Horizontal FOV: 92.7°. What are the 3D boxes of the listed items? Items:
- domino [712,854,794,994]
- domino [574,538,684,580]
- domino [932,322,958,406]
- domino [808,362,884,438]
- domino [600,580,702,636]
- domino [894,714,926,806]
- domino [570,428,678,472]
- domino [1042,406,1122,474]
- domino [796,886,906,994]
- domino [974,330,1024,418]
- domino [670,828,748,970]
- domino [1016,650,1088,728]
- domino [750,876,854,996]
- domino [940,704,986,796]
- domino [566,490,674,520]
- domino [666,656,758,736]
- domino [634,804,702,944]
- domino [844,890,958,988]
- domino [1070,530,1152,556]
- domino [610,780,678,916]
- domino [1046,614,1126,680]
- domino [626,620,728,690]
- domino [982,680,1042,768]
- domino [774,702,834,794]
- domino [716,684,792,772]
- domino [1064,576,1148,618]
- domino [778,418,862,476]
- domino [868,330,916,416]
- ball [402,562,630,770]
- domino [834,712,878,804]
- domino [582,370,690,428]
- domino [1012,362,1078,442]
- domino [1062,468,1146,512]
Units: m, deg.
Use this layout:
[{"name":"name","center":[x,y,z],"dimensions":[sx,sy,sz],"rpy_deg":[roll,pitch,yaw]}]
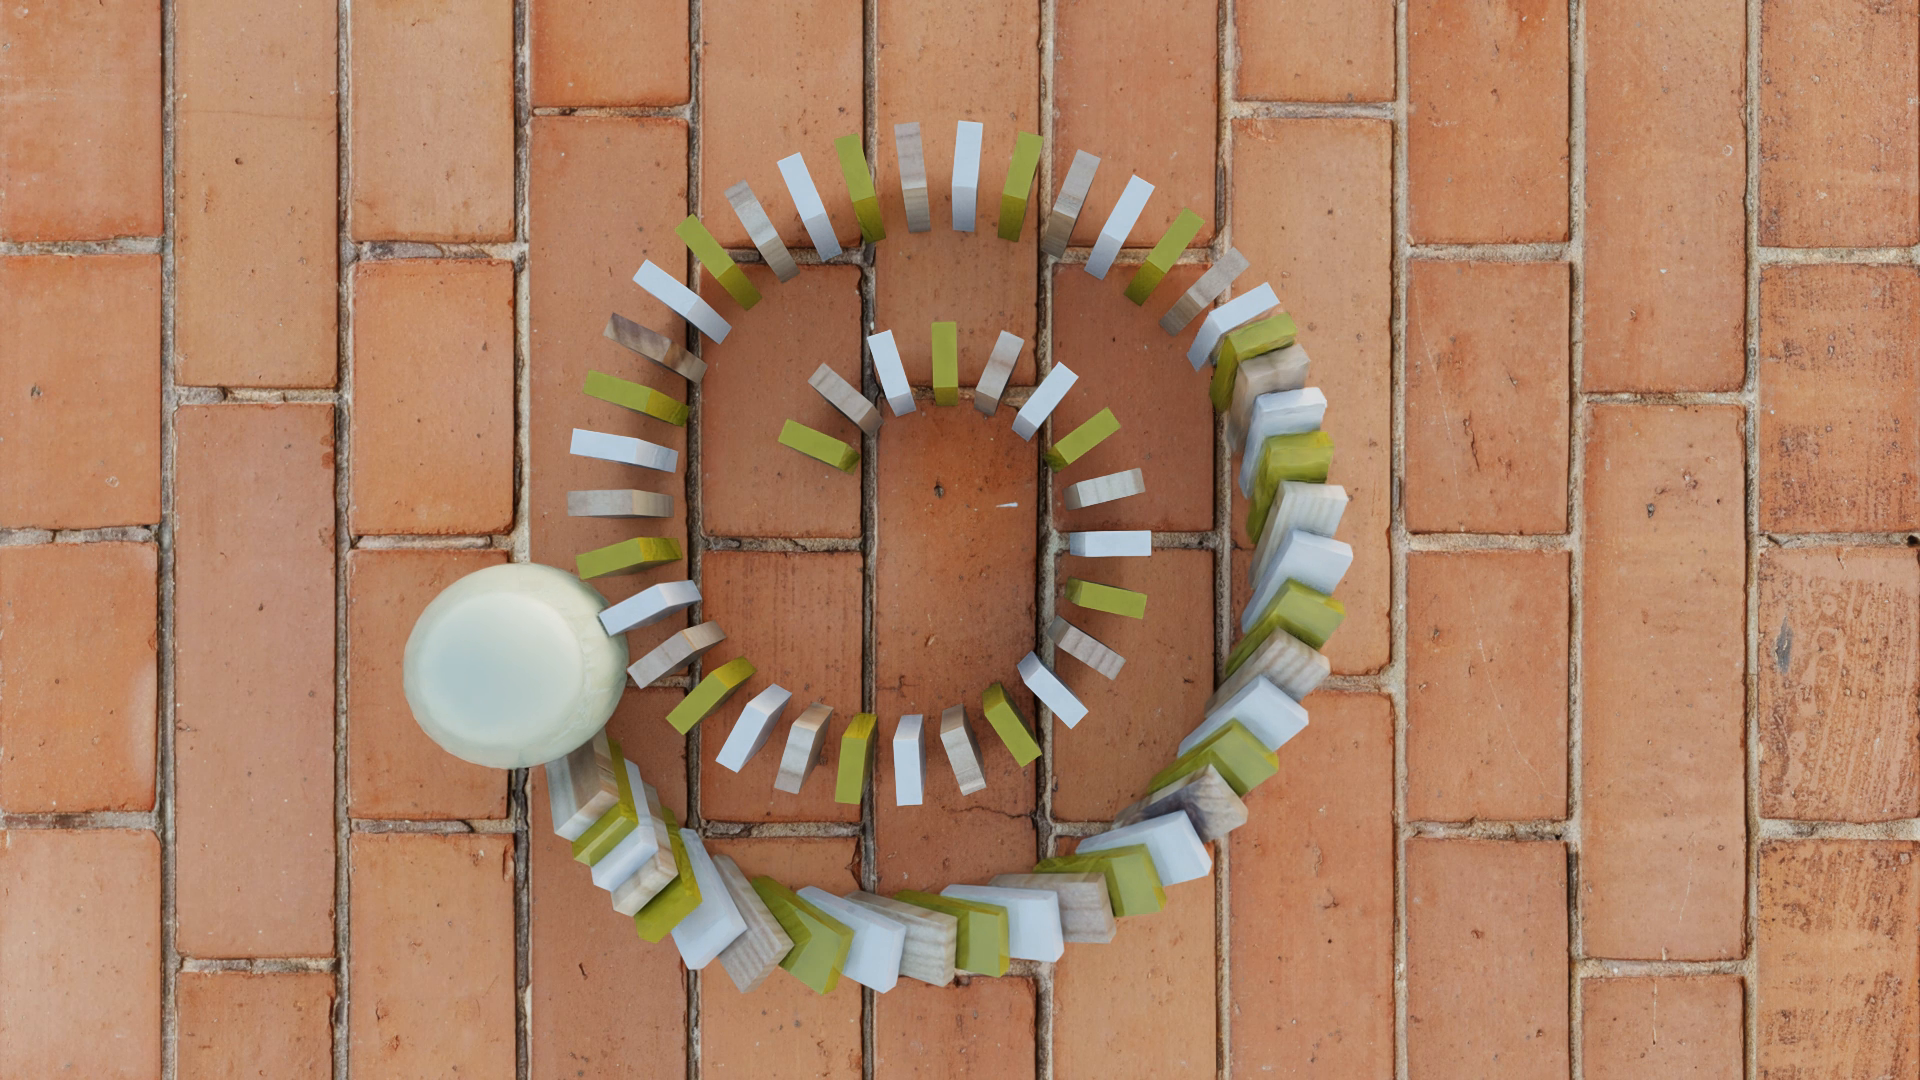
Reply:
[{"name":"domino","center":[-0.094,0.160,0.384],"dimensions":[0.050,0.010,0.025],"rpy_deg":[41,90,29]},{"name":"domino","center":[-0.134,0.007,0.375],"dimensions":[0.025,0.050,0.010],"rpy_deg":[-17,90,0]},{"name":"domino","center":[-0.006,-0.071,0.375],"dimensions":[0.009,0.050,0.025],"rpy_deg":[-2,90,0]},{"name":"domino","center":[-0.046,-0.056,0.375],"dimensions":[0.025,0.050,0.010],"rpy_deg":[40,90,0]},{"name":"domino","center":[-0.125,0.027,0.375],"dimensions":[0.025,0.050,0.009],"rpy_deg":[-27,90,-1]},{"name":"domino","center":[-0.020,0.089,0.375],"dimensions":[0.009,0.050,0.025],"rpy_deg":[-4,90,0]},{"name":"domino","center":[-0.136,-0.036,0.375],"dimensions":[0.025,0.050,0.009],"rpy_deg":[9,90,0]},{"name":"domino","center":[0.049,-0.040,0.375],"dimensions":[0.025,0.050,0.010],"rpy_deg":[-36,90,0]},{"name":"domino","center":[-0.048,0.167,0.384],"dimensions":[0.050,0.010,0.025],"rpy_deg":[10,90,28]},{"name":"domino","center":[0.015,-0.067,0.375],"dimensions":[0.009,0.050,0.025],"rpy_deg":[24,90,0]},{"name":"domino","center":[-0.112,0.149,0.383],"dimensions":[0.025,0.009,0.050],"rpy_deg":[-42,60,0]},{"name":"domino","center":[0.037,0.060,0.375],"dimensions":[0.025,0.050,0.009],"rpy_deg":[45,90,0]},{"name":"domino","center":[-0.070,0.165,0.384],"dimensions":[0.050,0.010,0.025],"rpy_deg":[19,90,29]},{"name":"domino","center":[0.001,0.084,0.375],"dimensions":[0.010,0.050,0.025],"rpy_deg":[-21,90,0]},{"name":"domino","center":[-0.138,-0.014,0.375],"dimensions":[0.025,0.050,0.009],"rpy_deg":[-2,90,0]},{"name":"domino","center":[-0.100,0.062,0.375],"dimensions":[0.010,0.050,0.025],"rpy_deg":[45,90,0]},{"name":"domino","center":[-0.125,0.137,0.379],"dimensions":[0.025,0.050,0.009],"rpy_deg":[-42,134,0]},{"name":"domino","center":[-0.026,0.166,0.384],"dimensions":[0.050,0.010,0.025],"rpy_deg":[3,90,27]},{"name":"domino","center":[0.060,0.001,0.375],"dimensions":[0.025,0.050,0.009],"rpy_deg":[-1,90,0]},{"name":"domino","center":[-0.134,0.126,0.378],"dimensions":[0.025,0.050,0.009],"rpy_deg":[-42,130,0]},{"name":"domino","center":[0.051,0.043,0.375],"dimensions":[0.025,0.050,0.010],"rpy_deg":[32,90,0]},{"name":"domino","center":[-0.114,0.046,0.375],"dimensions":[0.025,0.050,0.010],"rpy_deg":[-36,90,0]},{"name":"domino","center":[0.020,0.074,0.375],"dimensions":[0.009,0.050,0.025],"rpy_deg":[-35,90,0]},{"name":"domino","center":[-0.063,0.084,0.375],"dimensions":[0.010,0.050,0.025],"rpy_deg":[16,90,0]},{"name":"domino","center":[-0.083,0.076,0.375],"dimensions":[0.010,0.050,0.025],"rpy_deg":[29,90,0]},{"name":"domino","center":[0.058,0.023,0.375],"dimensions":[0.025,0.050,0.010],"rpy_deg":[12,90,0]},{"name":"domino","center":[-0.056,-0.037,0.375],"dimensions":[0.025,0.050,0.010],"rpy_deg":[23,90,0]},{"name":"domino","center":[-0.027,-0.067,0.375],"dimensions":[0.010,0.050,0.025],"rpy_deg":[-18,90,0]},{"name":"ball","center":[-0.173,0.049,0.360],"dimensions":[0.080,0.080,0.080],"rpy_deg":[0,90,0]},{"name":"domino","center":[-0.042,0.088,0.375],"dimensions":[0.009,0.050,0.025],"rpy_deg":[7,90,0]},{"name":"domino","center":[-0.131,-0.057,0.375],"dimensions":[0.025,0.050,0.010],"rpy_deg":[17,90,0]},{"name":"domino","center":[0.034,-0.055,0.375],"dimensions":[0.010,0.050,0.025],"rpy_deg":[39,90,0]},{"name":"domino","center":[0.058,-0.020,0.375],"dimensions":[0.025,0.050,0.010],"rpy_deg":[-14,90,0]}]
